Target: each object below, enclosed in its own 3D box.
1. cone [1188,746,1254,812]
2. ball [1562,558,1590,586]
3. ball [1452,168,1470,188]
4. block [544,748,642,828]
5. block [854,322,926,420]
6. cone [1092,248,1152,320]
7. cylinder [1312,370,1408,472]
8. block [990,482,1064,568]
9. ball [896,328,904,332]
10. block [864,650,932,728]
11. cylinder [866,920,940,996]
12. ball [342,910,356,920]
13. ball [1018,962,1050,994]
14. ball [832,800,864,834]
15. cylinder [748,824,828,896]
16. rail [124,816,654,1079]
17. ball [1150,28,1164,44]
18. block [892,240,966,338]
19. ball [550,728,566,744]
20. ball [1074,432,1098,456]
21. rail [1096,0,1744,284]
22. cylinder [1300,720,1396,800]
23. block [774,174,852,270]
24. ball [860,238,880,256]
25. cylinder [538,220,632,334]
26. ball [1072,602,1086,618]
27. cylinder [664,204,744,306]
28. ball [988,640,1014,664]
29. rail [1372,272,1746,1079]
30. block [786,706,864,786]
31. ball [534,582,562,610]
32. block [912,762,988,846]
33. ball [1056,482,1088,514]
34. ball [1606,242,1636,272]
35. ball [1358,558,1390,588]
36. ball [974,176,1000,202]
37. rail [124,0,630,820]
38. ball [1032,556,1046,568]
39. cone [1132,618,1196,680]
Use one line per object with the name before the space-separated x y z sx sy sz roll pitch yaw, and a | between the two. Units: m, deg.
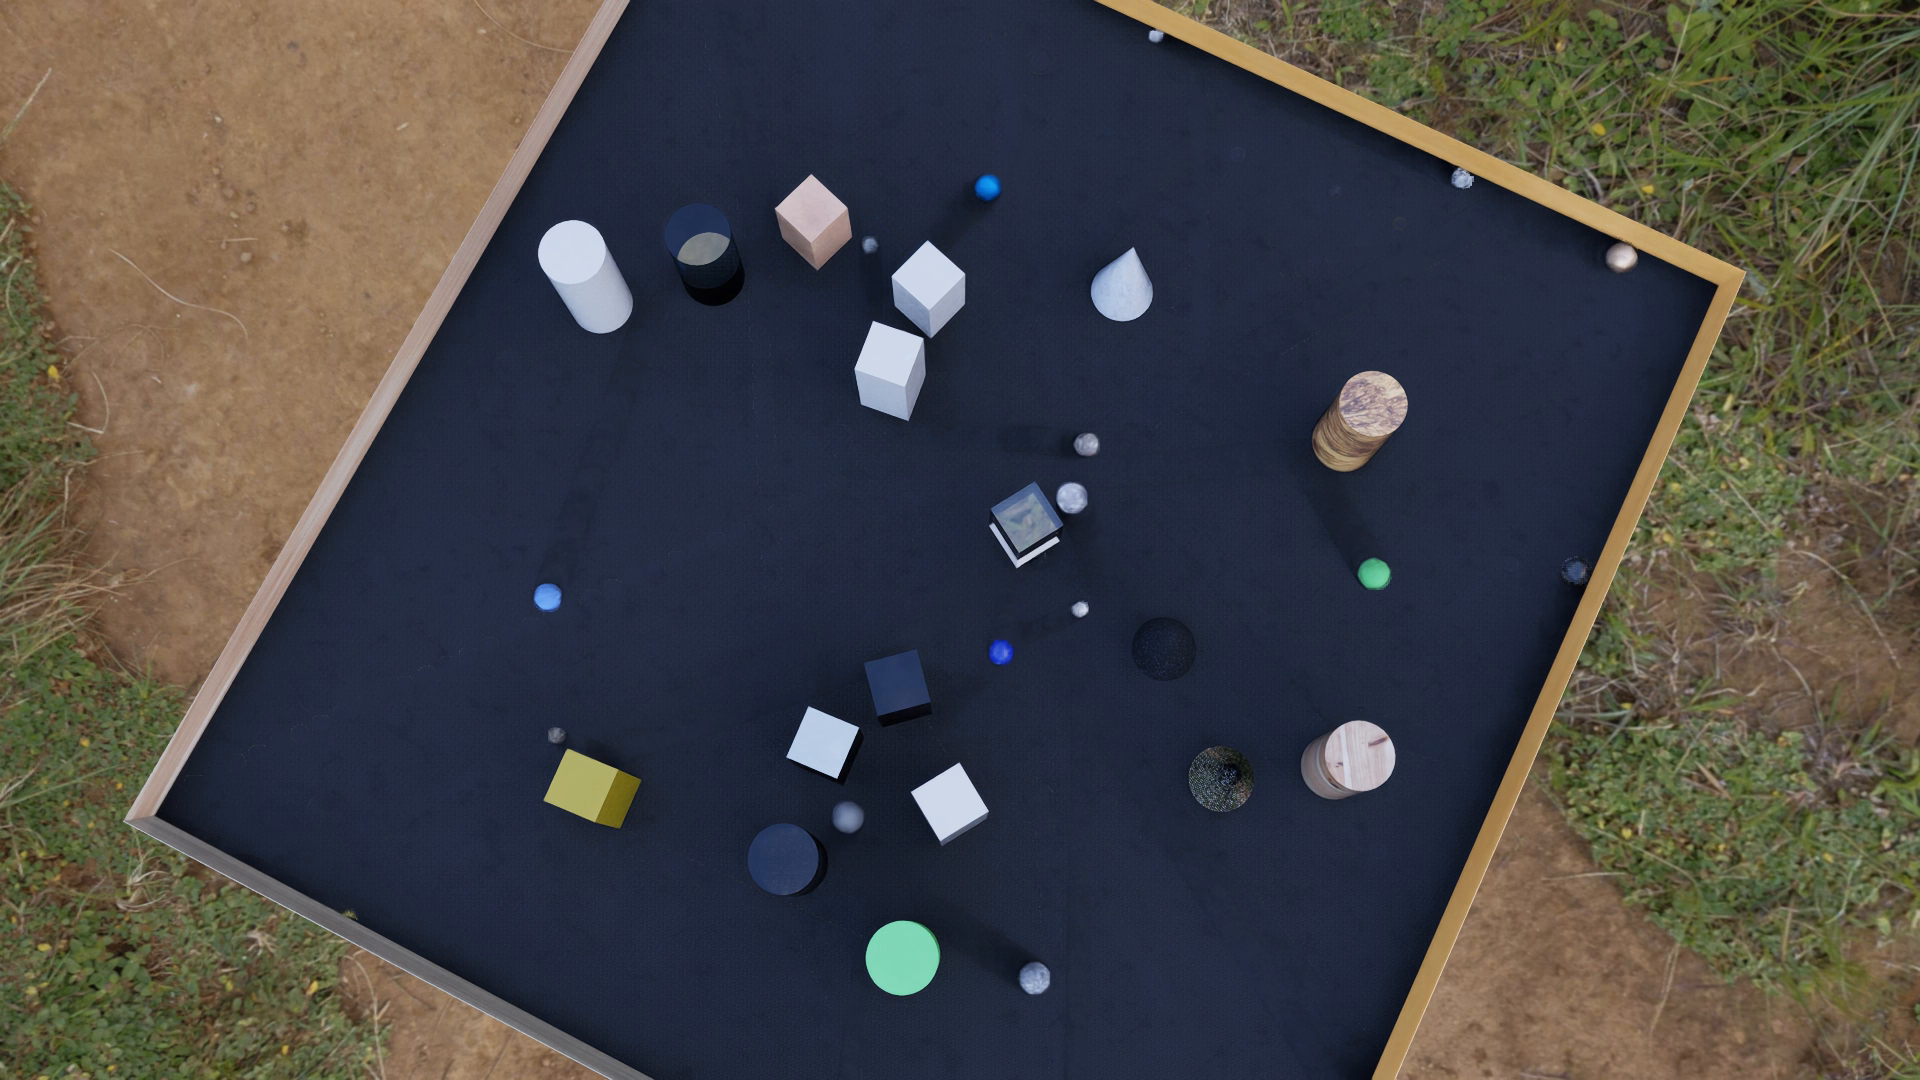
cone | 0.780 0.682 5.320 0.196 0.304 0.196 0 78 0
ball | 1.868 0.096 5.554 0.083 0.083 0.083 0 78 0
ball | 1.592 -1.151 5.824 0.061 0.061 0.061 0 78 0
block | -1.052 0.719 5.273 0.156 0.382 0.156 22 79 4
block | -0.207 -0.506 5.531 0.156 0.373 0.156 19 79 4
cone | 0.511 -0.823 5.588 0.196 0.390 0.196 0 78 0
cylinder | 1.188 -0.349 5.472 0.196 0.424 0.196 0 78 0
block | 0.197 -0.044 5.504 0.156 0.238 0.156 -32 80 -6
ball | -0.201 -0.608 5.692 0.098 0.098 0.098 0 78 0
block | -0.178 0.437 5.363 0.156 0.320 0.156 -15 79 -3
cylinder | -0.155 1.169 5.145 0.196 0.450 0.196 0 78 0
ball | -1.789 1.104 5.367 0.041 0.041 0.041 0 78 0
ball | 0.215 1.269 5.307 0.092 0.092 0.092 0 78 0
ball | -0.330 0.817 5.398 0.096 0.096 0.096 0 78 0
cylinder | -0.488 0.917 5.233 0.196 0.379 0.196 0 78 0
rail | -0.811 1.596 5.220 3.594 0.127 0.045 26 80 5
ball | 0.636 -1.632 5.930 0.047 0.047 0.047 0 78 0
block | -0.095 -0.768 5.636 0.156 0.273 0.156 43 81 8
ball | -1.202 0.585 5.472 0.047 0.047 0.047 0 78 0
ball | 0.389 -0.294 5.640 0.073 0.073 0.073 0 78 0
rail | 0.811 -1.582 5.878 3.594 0.127 0.045 26 80 5
cylinder | 1.115 0.639 5.291 0.196 0.378 0.196 0 78 0
block | -0.453 -0.985 5.696 0.156 0.243 0.156 44 82 8
ball | -0.284 -0.925 5.779 0.058 0.058 0.058 0 78 0
cylinder | -1.128 -0.790 5.547 0.196 0.456 0.196 0 78 0
ball | 0.362 0.211 5.549 0.046 0.046 0.046 0 78 0
cylinder | -0.777 -0.869 5.610 0.196 0.366 0.196 0 78 0
ball | 0.123 0.335 5.509 0.075 0.075 0.075 0 78 0
rail | 1.586 0.783 5.389 0.045 0.127 3.675 26 80 5
block | -0.390 0.604 5.344 0.156 0.290 0.156 22 79 4
ball | -1.246 0.170 5.539 0.082 0.082 0.082 0 78 0
block | -0.028 0.763 5.260 0.156 0.388 0.156 -31 80 -6
ball | 0.343 -0.126 5.593 0.097 0.097 0.097 0 78 0
ball | 2.075 -0.886 5.752 0.093 0.093 0.093 0 78 0
ball | 1.253 0.101 5.548 0.093 0.093 0.093 0 78 0
ball | 0.087 -1.114 5.805 0.082 0.082 0.082 0 78 0
rail | -1.586 -0.770 5.710 0.045 0.127 3.675 26 80 5
ball | 0.240 0.067 5.582 0.041 0.041 0.041 0 78 0
cone | 0.618 0.296 5.383 0.196 0.338 0.196 0 78 0
